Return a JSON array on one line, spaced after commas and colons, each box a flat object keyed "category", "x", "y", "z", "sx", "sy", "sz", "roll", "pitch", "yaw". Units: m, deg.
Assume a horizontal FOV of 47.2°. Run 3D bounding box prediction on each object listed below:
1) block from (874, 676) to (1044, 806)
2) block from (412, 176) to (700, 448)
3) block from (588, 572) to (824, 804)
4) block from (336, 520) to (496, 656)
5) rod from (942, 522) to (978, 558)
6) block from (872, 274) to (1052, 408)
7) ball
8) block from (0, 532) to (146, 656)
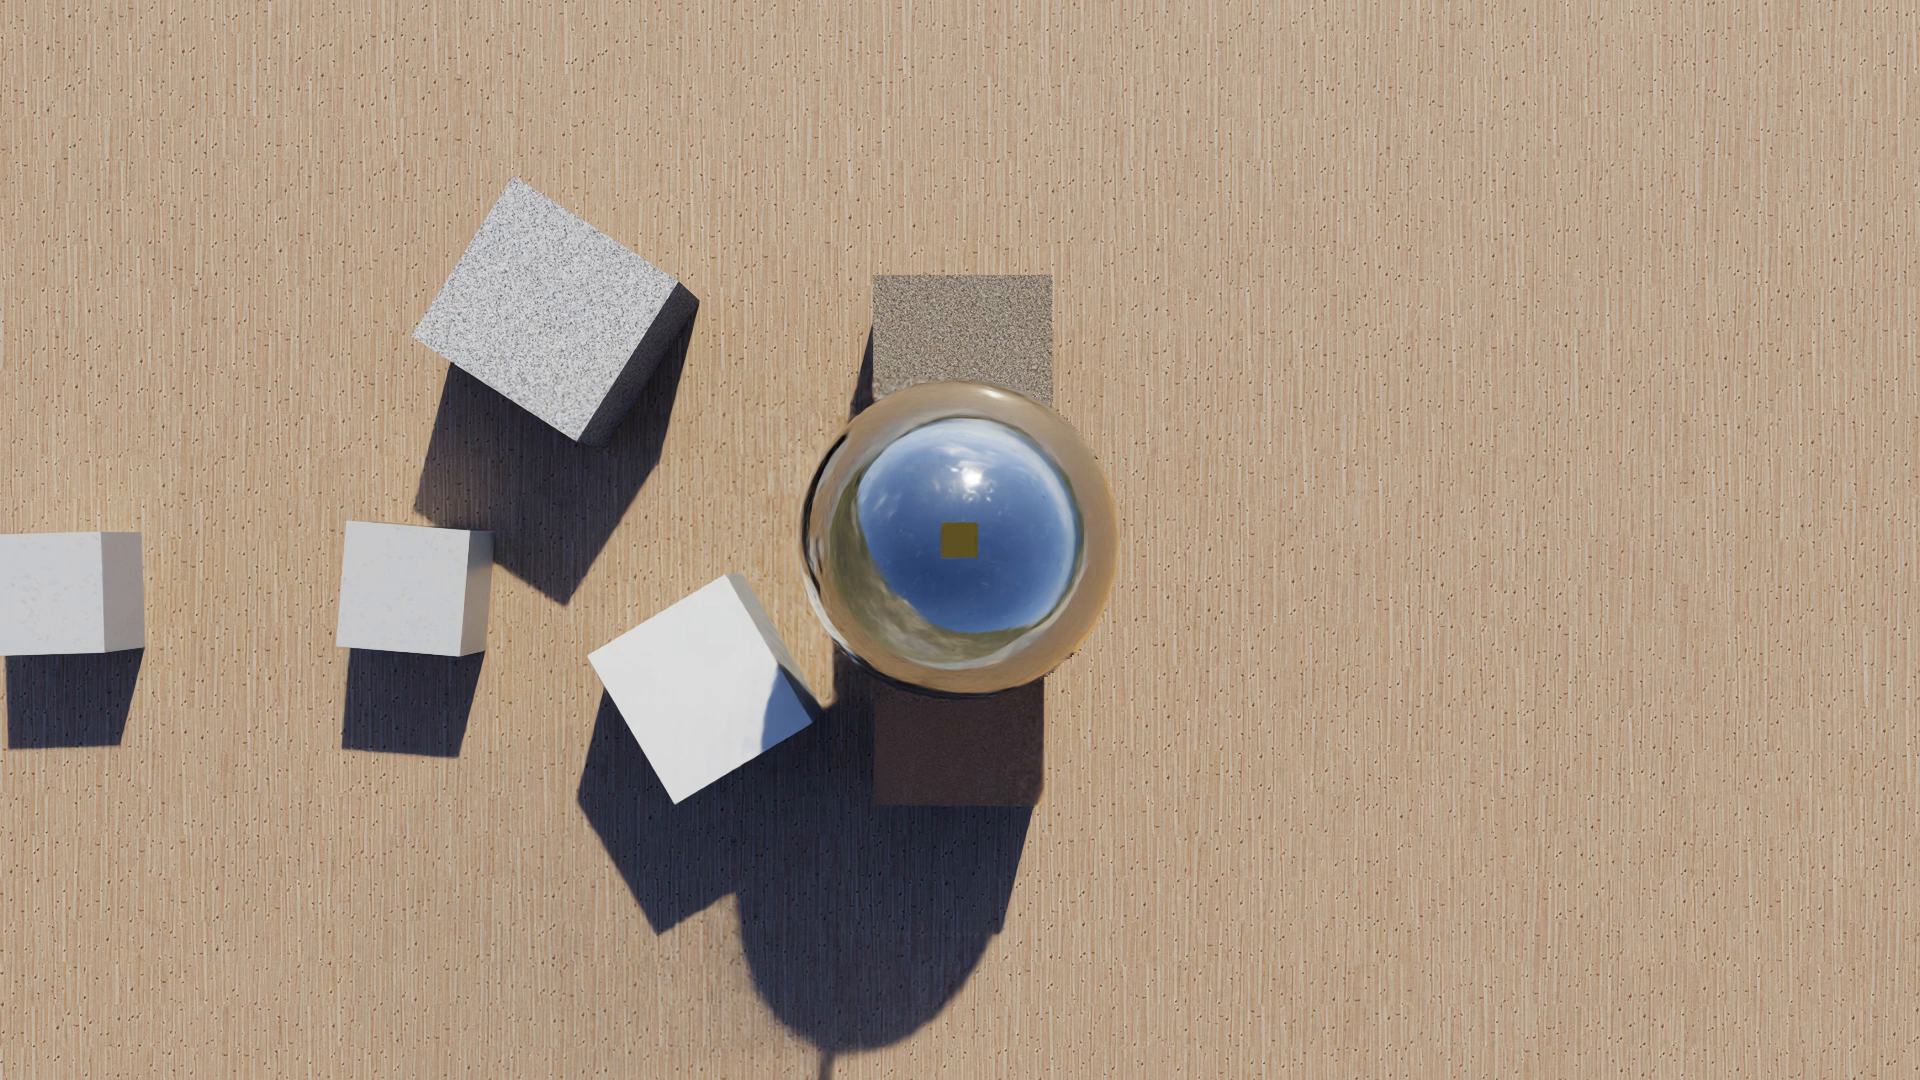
[{"category": "block", "x": -0.004, "y": 1.038, "z": 12.537, "sx": 0.938, "sy": 0.926, "sz": 0.841, "roll": 0, "pitch": 90, "yaw": 0}, {"category": "block", "x": -2.267, "y": -1.264, "z": 12.504, "sx": 1.072, "sy": 0.993, "sz": 1.039, "roll": 32, "pitch": 90, "yaw": 0}, {"category": "block", "x": -1.426, "y": 0.818, "z": 12.526, "sx": 0.878, "sy": 0.948, "sz": 0.946, "roll": -31, "pitch": 90, "yaw": 0}, {"category": "block", "x": -3.121, "y": 0.272, "z": 12.661, "sx": 0.696, "sy": 0.677, "sz": 0.707, "roll": 5, "pitch": 90, "yaw": 0}, {"category": "rod", "x": -0.005, "y": 0.000, "z": 7.554, "sx": 0.080, "sy": 5.200, "sz": 0.080, "roll": 0, "pitch": 90, "yaw": 0}, {"category": "block", "x": 0.016, "y": -0.956, "z": 12.524, "sx": 0.984, "sy": 0.951, "sz": 0.995, "roll": 0, "pitch": 90, "yaw": 0}, {"category": "ball", "x": -0.011, "y": 0.000, "z": 10.954, "sx": 1.600, "sy": 1.600, "sz": 1.600, "roll": 0, "pitch": 90, "yaw": 0}, {"category": "block", "x": -5.158, "y": 0.303, "z": 12.690, "sx": 0.662, "sy": 0.619, "sz": 0.681, "roll": -2, "pitch": 90, "yaw": 0}]
